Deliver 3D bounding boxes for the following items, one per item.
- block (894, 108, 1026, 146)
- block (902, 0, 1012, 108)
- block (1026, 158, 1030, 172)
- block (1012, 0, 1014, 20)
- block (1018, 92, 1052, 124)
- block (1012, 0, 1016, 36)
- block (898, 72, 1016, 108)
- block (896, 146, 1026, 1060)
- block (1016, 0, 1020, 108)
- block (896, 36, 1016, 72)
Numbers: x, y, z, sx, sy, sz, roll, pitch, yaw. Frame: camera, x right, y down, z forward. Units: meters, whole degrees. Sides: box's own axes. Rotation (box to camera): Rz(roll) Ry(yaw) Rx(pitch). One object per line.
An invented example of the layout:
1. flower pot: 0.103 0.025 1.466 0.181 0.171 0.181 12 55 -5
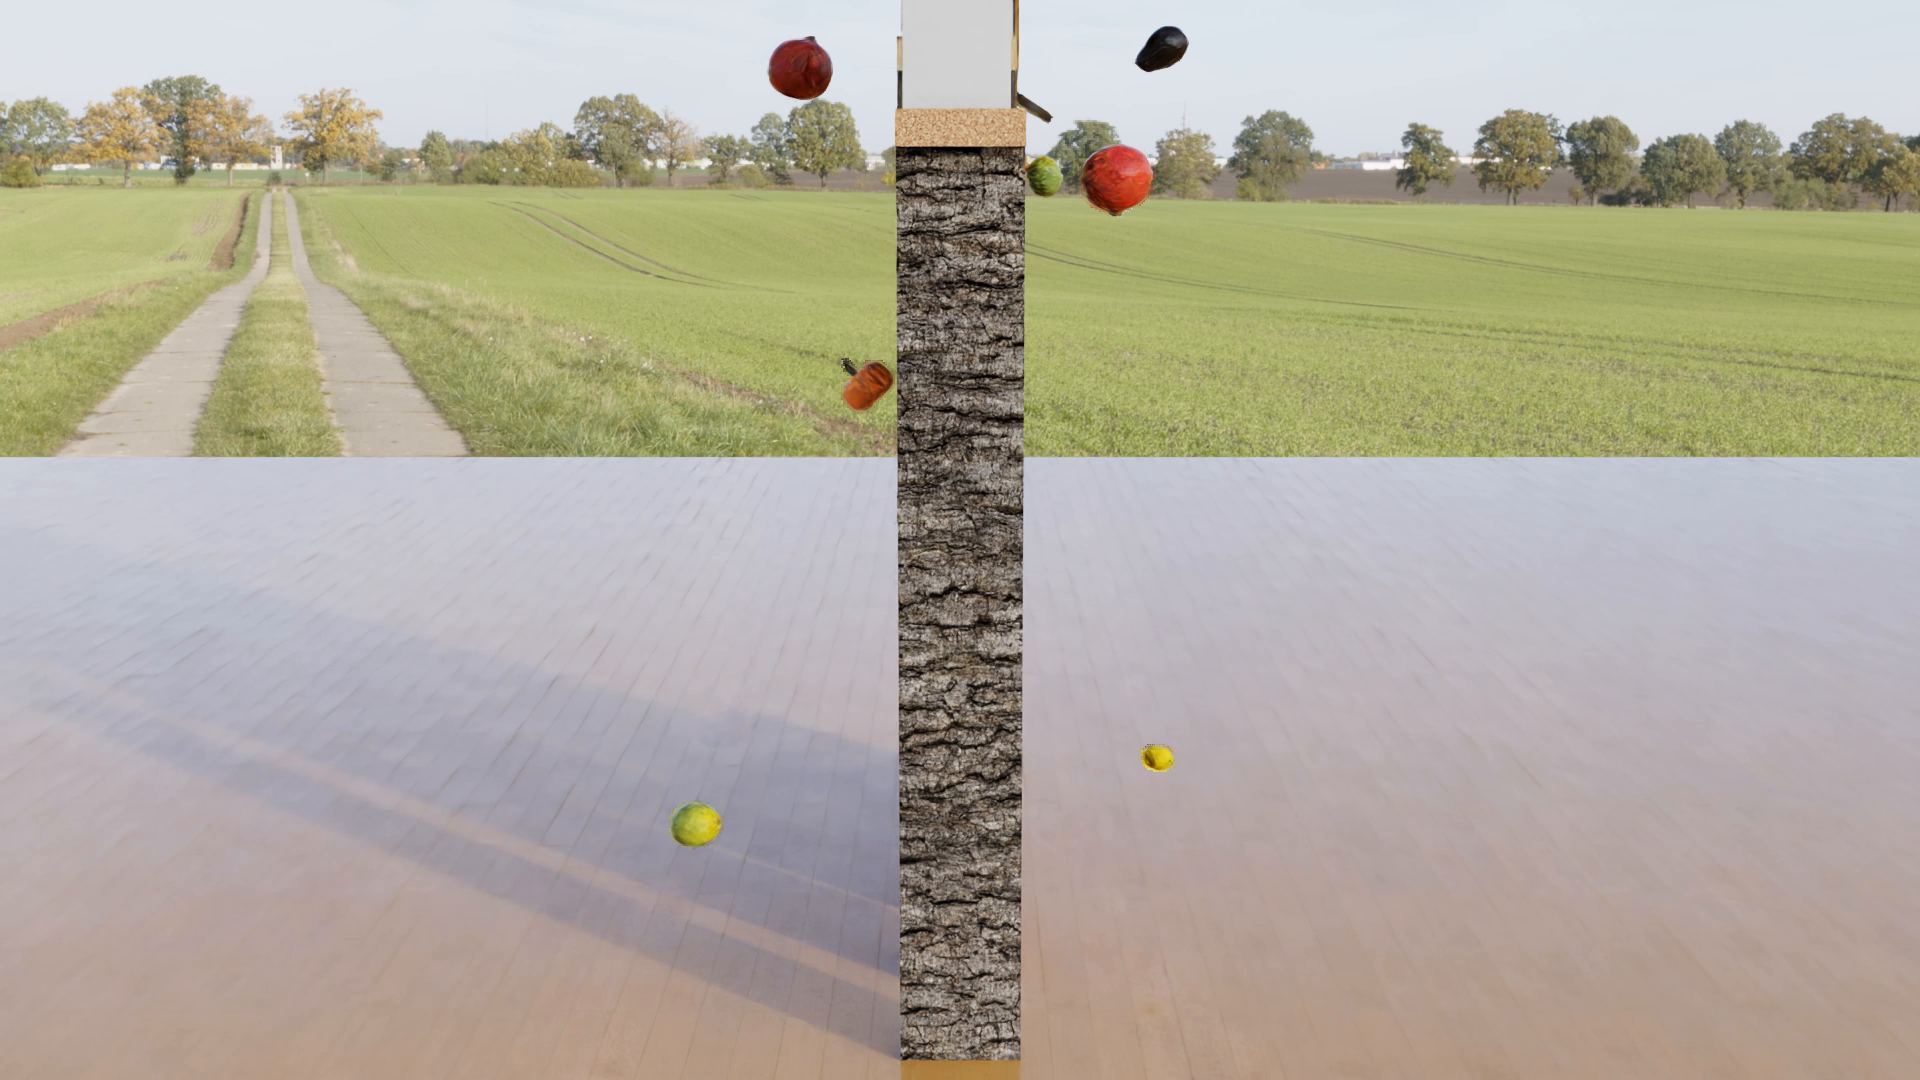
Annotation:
1. block: 0.001 -0.546 2.913 0.164 0.047 0.329 0 10 0
2. block: -0.004 -0.756 2.858 0.142 0.386 0.040 0 10 0
3. block: 0.067 -0.670 3.929 0.109 0.054 0.015 -17 -15 22
4. block: 0.004 -0.893 3.265 0.151 0.301 0.043 0 11 1
5. block: 0.114 -0.773 3.896 0.054 0.015 0.109 35 9 35
6. block: 0.001 -0.871 3.580 0.180 0.359 0.051 0 13 0
7. block: -0.004 -0.453 3.159 0.167 0.430 0.047 0 10 1
8. block: 0.001 0.103 2.921 0.164 1.232 0.047 0 10 0
9. block: 0.010 -0.836 3.765 0.180 0.485 0.051 0 29 -1
10. block: -0.004 -0.708 3.226 0.167 0.047 0.334 0 10 0
